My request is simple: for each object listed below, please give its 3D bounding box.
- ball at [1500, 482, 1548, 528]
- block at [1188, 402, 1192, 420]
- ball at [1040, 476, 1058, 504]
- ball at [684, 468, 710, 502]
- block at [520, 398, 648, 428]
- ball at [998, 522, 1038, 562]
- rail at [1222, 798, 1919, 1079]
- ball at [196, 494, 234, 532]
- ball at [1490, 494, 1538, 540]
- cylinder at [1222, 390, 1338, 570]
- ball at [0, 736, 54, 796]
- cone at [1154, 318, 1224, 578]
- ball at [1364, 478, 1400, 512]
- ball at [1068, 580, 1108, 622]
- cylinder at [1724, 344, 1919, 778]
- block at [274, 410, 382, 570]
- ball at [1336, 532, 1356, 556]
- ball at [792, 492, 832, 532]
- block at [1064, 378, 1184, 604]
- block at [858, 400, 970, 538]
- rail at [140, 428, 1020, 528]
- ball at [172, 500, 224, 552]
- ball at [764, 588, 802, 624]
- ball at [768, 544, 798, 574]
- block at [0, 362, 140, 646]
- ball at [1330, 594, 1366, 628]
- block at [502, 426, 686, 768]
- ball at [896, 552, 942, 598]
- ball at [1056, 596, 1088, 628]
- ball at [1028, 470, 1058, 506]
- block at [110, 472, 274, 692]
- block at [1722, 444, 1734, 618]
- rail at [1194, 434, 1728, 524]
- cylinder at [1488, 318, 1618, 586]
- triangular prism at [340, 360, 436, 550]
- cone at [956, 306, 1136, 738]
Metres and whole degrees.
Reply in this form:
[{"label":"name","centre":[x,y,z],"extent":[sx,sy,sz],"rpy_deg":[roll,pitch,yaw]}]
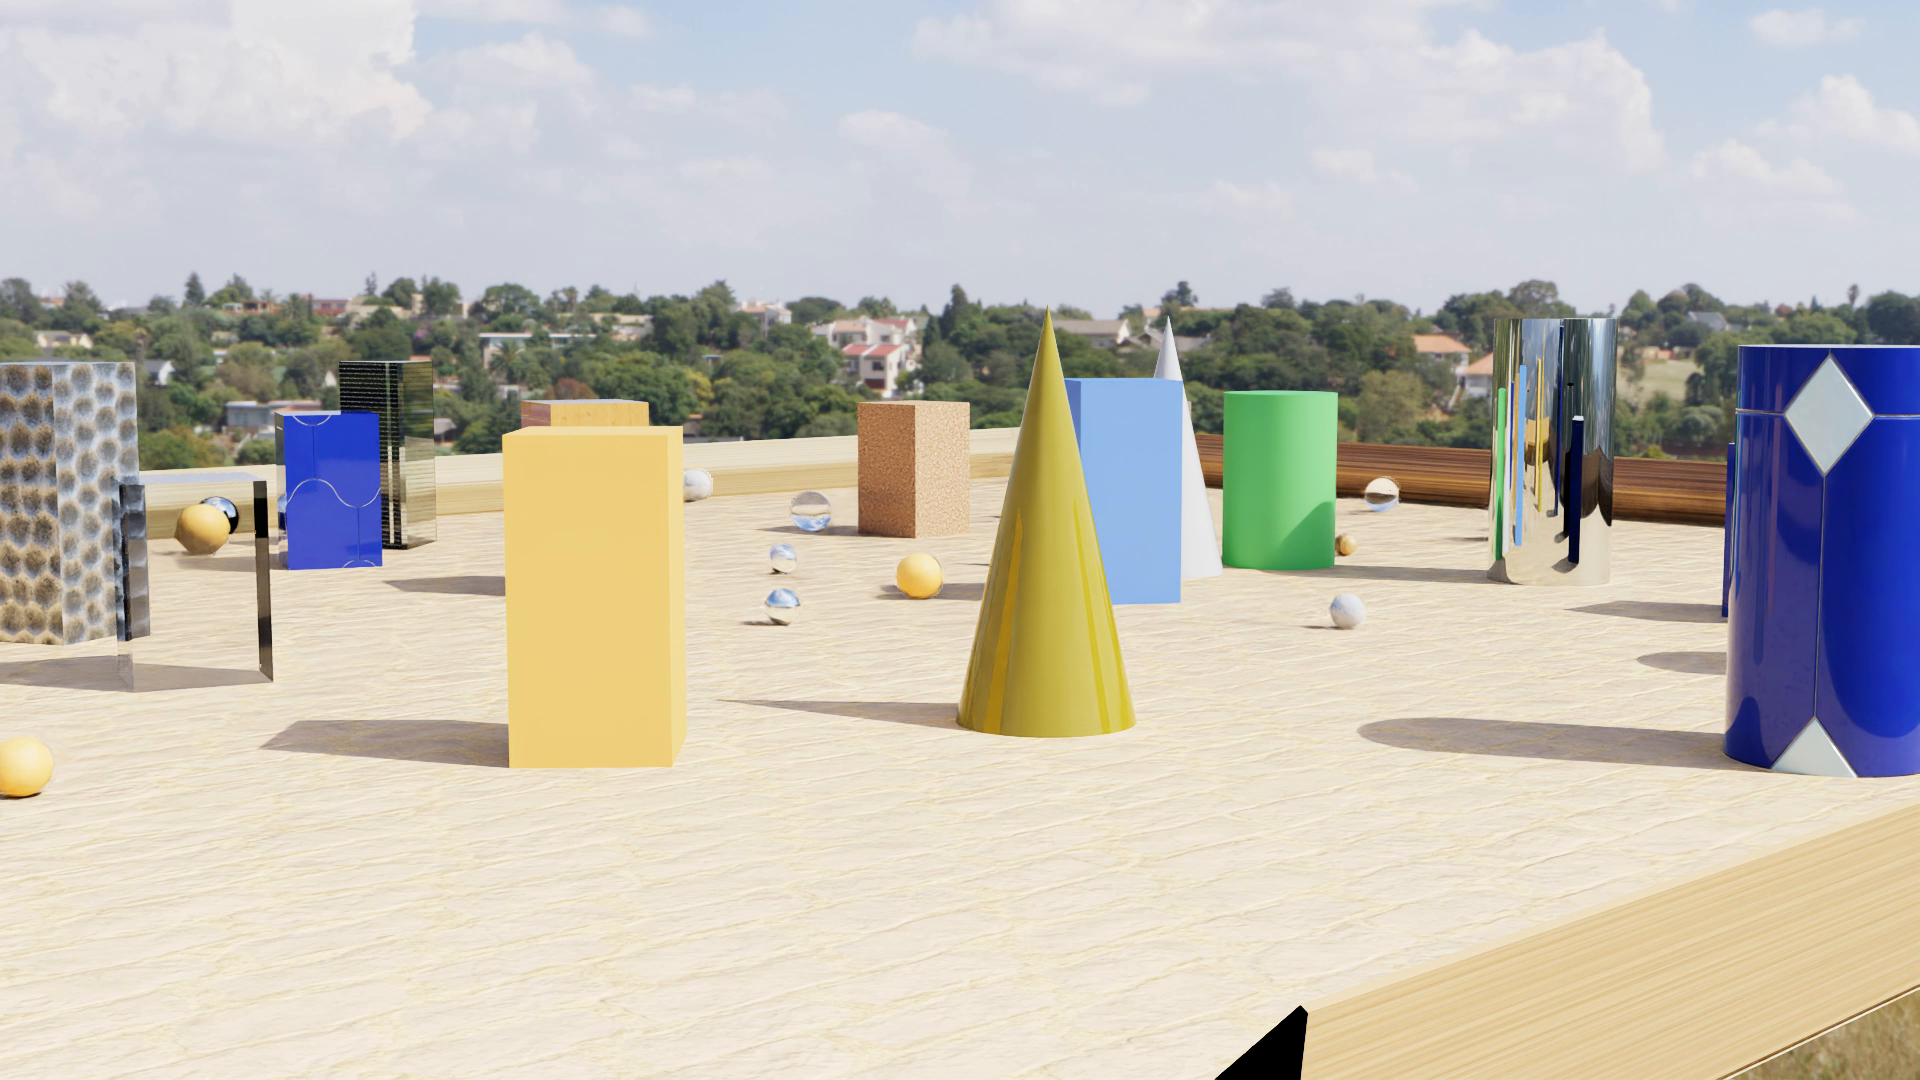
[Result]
[{"label":"ball","centre":[1.136,-0.067,4.444],"extent":[0.099,0.099,0.099],"rpy_deg":[0,6,0]},{"label":"block","centre":[0.380,-0.166,4.646],"extent":[0.158,0.255,0.158],"rpy_deg":[-2,6,-22]},{"label":"ball","centre":[0.215,-0.116,5.093],"extent":[0.061,0.061,0.061],"rpy_deg":[0,6,0]},{"label":"ball","centre":[-0.620,-0.127,5.132],"extent":[0.077,0.077,0.077],"rpy_deg":[0,6,0]},{"label":"block","centre":[-0.596,-0.070,3.499],"extent":[0.158,0.301,0.158],"rpy_deg":[-3,7,-27]},{"label":"ball","centre":[0.102,0.005,3.898],"extent":[0.070,0.070,0.070],"rpy_deg":[0,6,0]},{"label":"rail","centre":[1.222,0.171,2.015],"extent":[4.037,0.128,0.045],"rpy_deg":[-5,8,-42]},{"label":"ball","centre":[-1.477,-0.048,4.336],"extent":[0.085,0.085,0.085],"rpy_deg":[0,6,0]},{"label":"ball","centre":[1.078,-0.046,4.284],"extent":[0.090,0.090,0.090],"rpy_deg":[0,6,0]},{"label":"cylinder","centre":[0.561,-0.108,3.863],"extent":[0.198,0.301,0.198],"rpy_deg":[0,6,0]},{"label":"ball","centre":[-0.862,0.208,2.020],"extent":[0.055,0.055,0.055],"rpy_deg":[0,6,0]},{"label":"cone","centre":[0.352,-0.163,3.738],"extent":[0.198,0.437,0.198],"rpy_deg":[0,6,0]},{"label":"ball","centre":[0.935,-0.099,4.872],"extent":[0.076,0.076,0.076],"rpy_deg":[0,6,0]},{"label":"ball","centre":[0.183,0.088,3.146],"extent":[0.060,0.060,0.060],"rpy_deg":[0,6,0]},{"label":"cylinder","centre":[0.867,0.014,2.177],"extent":[0.198,0.410,0.198],"rpy_deg":[0,6,0]},{"label":"block","centre":[-1.111,-0.090,3.865],"extent":[0.158,0.266,0.158],"rpy_deg":[-2,6,-23]},{"label":"ball","centre":[0.701,0.008,4.003],"extent":[0.042,0.042,0.042],"rpy_deg":[0,6,0]},{"label":"ball","centre":[-0.300,-0.057,4.435],"extent":[0.081,0.081,0.081],"rpy_deg":[0,6,0]},{"label":"block","centre":[0.245,-0.079,3.402],"extent":[0.158,0.338,0.158],"rpy_deg":[-1,6,-10]},{"label":"block","centre":[-0.093,-0.144,4.400],"extent":[0.158,0.261,0.158],"rpy_deg":[5,8,42]},{"label":"rail","centre":[-1.222,-0.104,4.649],"extent":[4.037,0.128,0.045],"rpy_deg":[-5,8,-42]},{"label":"ball","centre":[-1.413,-0.026,4.078],"extent":[0.093,0.093,0.093],"rpy_deg":[0,6,0]},{"label":"ball","centre":[-0.251,0.094,3.127],"extent":[0.052,0.052,0.052],"rpy_deg":[0,6,0]},{"label":"ball","centre":[-0.300,0.033,3.726],"extent":[0.050,0.050,0.050],"rpy_deg":[0,6,0]},{"label":"block","centre":[-1.241,-0.055,3.011],"extent":[0.158,0.373,0.158],"rpy_deg":[2,6,20]},{"label":"ball","centre":[0.543,0.100,3.084],"extent":[0.050,0.050,0.050],"rpy_deg":[0,6,0]},{"label":"block","centre":[-0.363,0.053,2.210],"extent":[0.158,0.325,0.158],"rpy_deg":[0,6,-2]},{"label":"ball","centre":[-0.064,0.055,3.403],"extent":[0.073,0.073,0.073],"rpy_deg":[0,6,0]},{"label":"ball","centre":[0.158,0.101,3.100],"extent":[0.043,0.043,0.043],"rpy_deg":[0,6,0]},{"label":"ball","centre":[0.194,-0.118,5.009],"extent":[0.083,0.083,0.083],"rpy_deg":[0,6,0]},{"label":"block","centre":[-0.930,0.047,2.662],"extent":[0.158,0.243,0.158],"rpy_deg":[-3,7,-27]},{"label":"block","centre":[1.223,-0.013,3.189],"extent":[0.158,0.253,0.158],"rpy_deg":[-5,8,-41]},{"label":"rail","centre":[1.466,-0.107,4.677],"extent":[0.045,0.128,3.651],"rpy_deg":[-5,8,-42]},{"label":"cylinder","centre":[0.978,-0.149,3.633],"extent":[0.198,0.431,0.198],"rpy_deg":[0,6,0]},{"label":"triangular prism","centre":[-1.060,-0.165,4.187],"extent":[0.171,0.348,0.148],"rpy_deg":[4,7,35]},{"label":"cone","centre":[0.094,-0.028,2.373],"extent":[0.198,0.452,0.198],"rpy_deg":[0,6,0]}]
